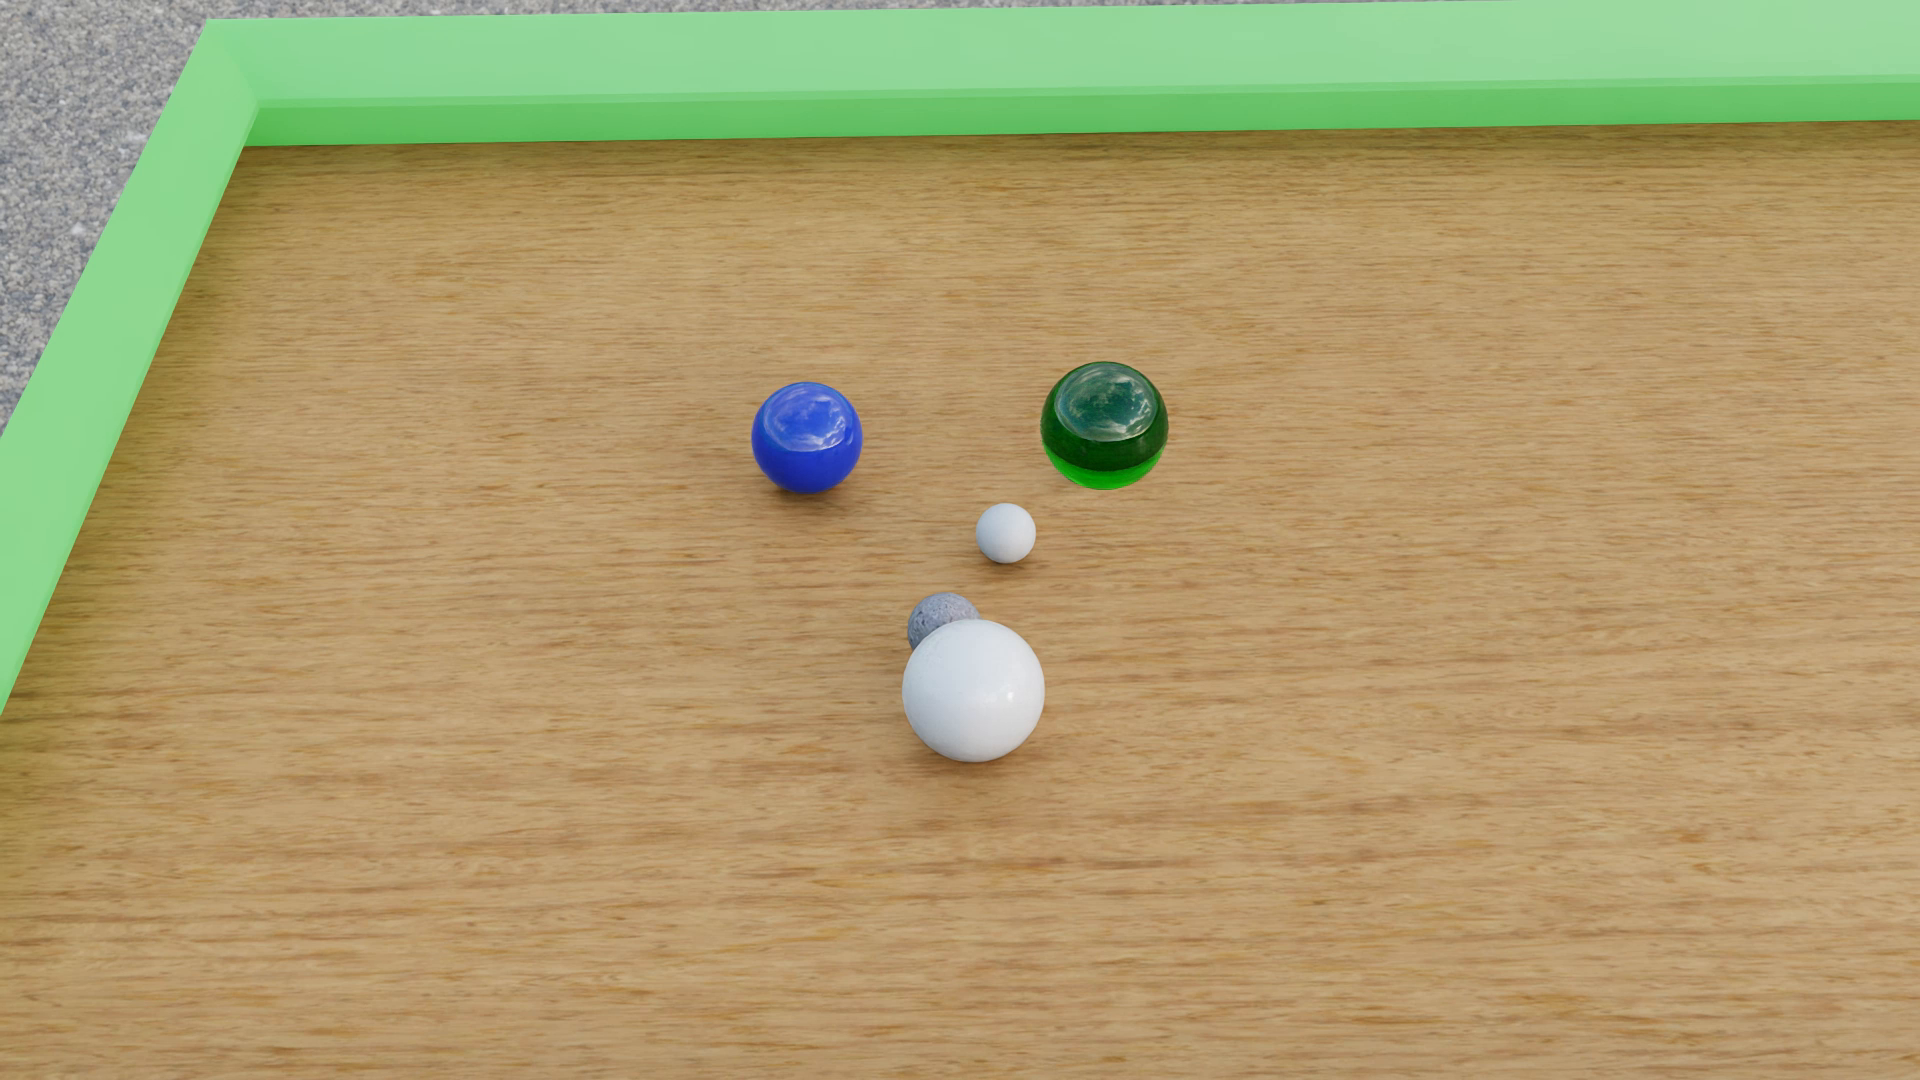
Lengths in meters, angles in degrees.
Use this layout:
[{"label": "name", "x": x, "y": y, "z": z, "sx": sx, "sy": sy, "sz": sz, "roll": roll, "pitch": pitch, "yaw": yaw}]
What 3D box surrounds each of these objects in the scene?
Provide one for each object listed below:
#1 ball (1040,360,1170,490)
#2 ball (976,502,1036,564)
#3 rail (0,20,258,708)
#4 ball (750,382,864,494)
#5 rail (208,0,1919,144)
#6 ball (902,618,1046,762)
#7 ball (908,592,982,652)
[{"label": "ball", "x": 0.107, "y": -0.085, "z": 1.908, "sx": 0.096, "sy": 0.096, "sz": 0.096, "roll": 0, "pitch": 35, "yaw": 0}, {"label": "ball", "x": 0.033, "y": -0.005, "z": 1.840, "sx": 0.044, "sy": 0.044, "sz": 0.044, "roll": 0, "pitch": 35, "yaw": 0}, {"label": "rail", "x": -0.632, "y": -0.009, "z": 1.773, "sx": 0.045, "sy": 0.125, "sz": 1.427, "roll": -1, "pitch": 35, "yaw": -2}, {"label": "ball", "x": -0.114, "y": -0.076, "z": 1.905, "sx": 0.084, "sy": 0.084, "sz": 0.084, "roll": 0, "pitch": 35, "yaw": 0}, {"label": "rail", "x": 0.631, "y": -0.433, "z": 2.373, "sx": 2.625, "sy": 0.125, "sz": 0.045, "roll": -1, "pitch": 35, "yaw": -2}, {"label": "ball", "x": 0.009, "y": 0.097, "z": 1.653, "sx": 0.093, "sy": 0.093, "sz": 0.093, "roll": 0, "pitch": 35, "yaw": 0}, {"label": "ball", "x": -0.010, "y": 0.061, "z": 1.739, "sx": 0.052, "sy": 0.052, "sz": 0.052, "roll": 0, "pitch": 35, "yaw": 0}]
